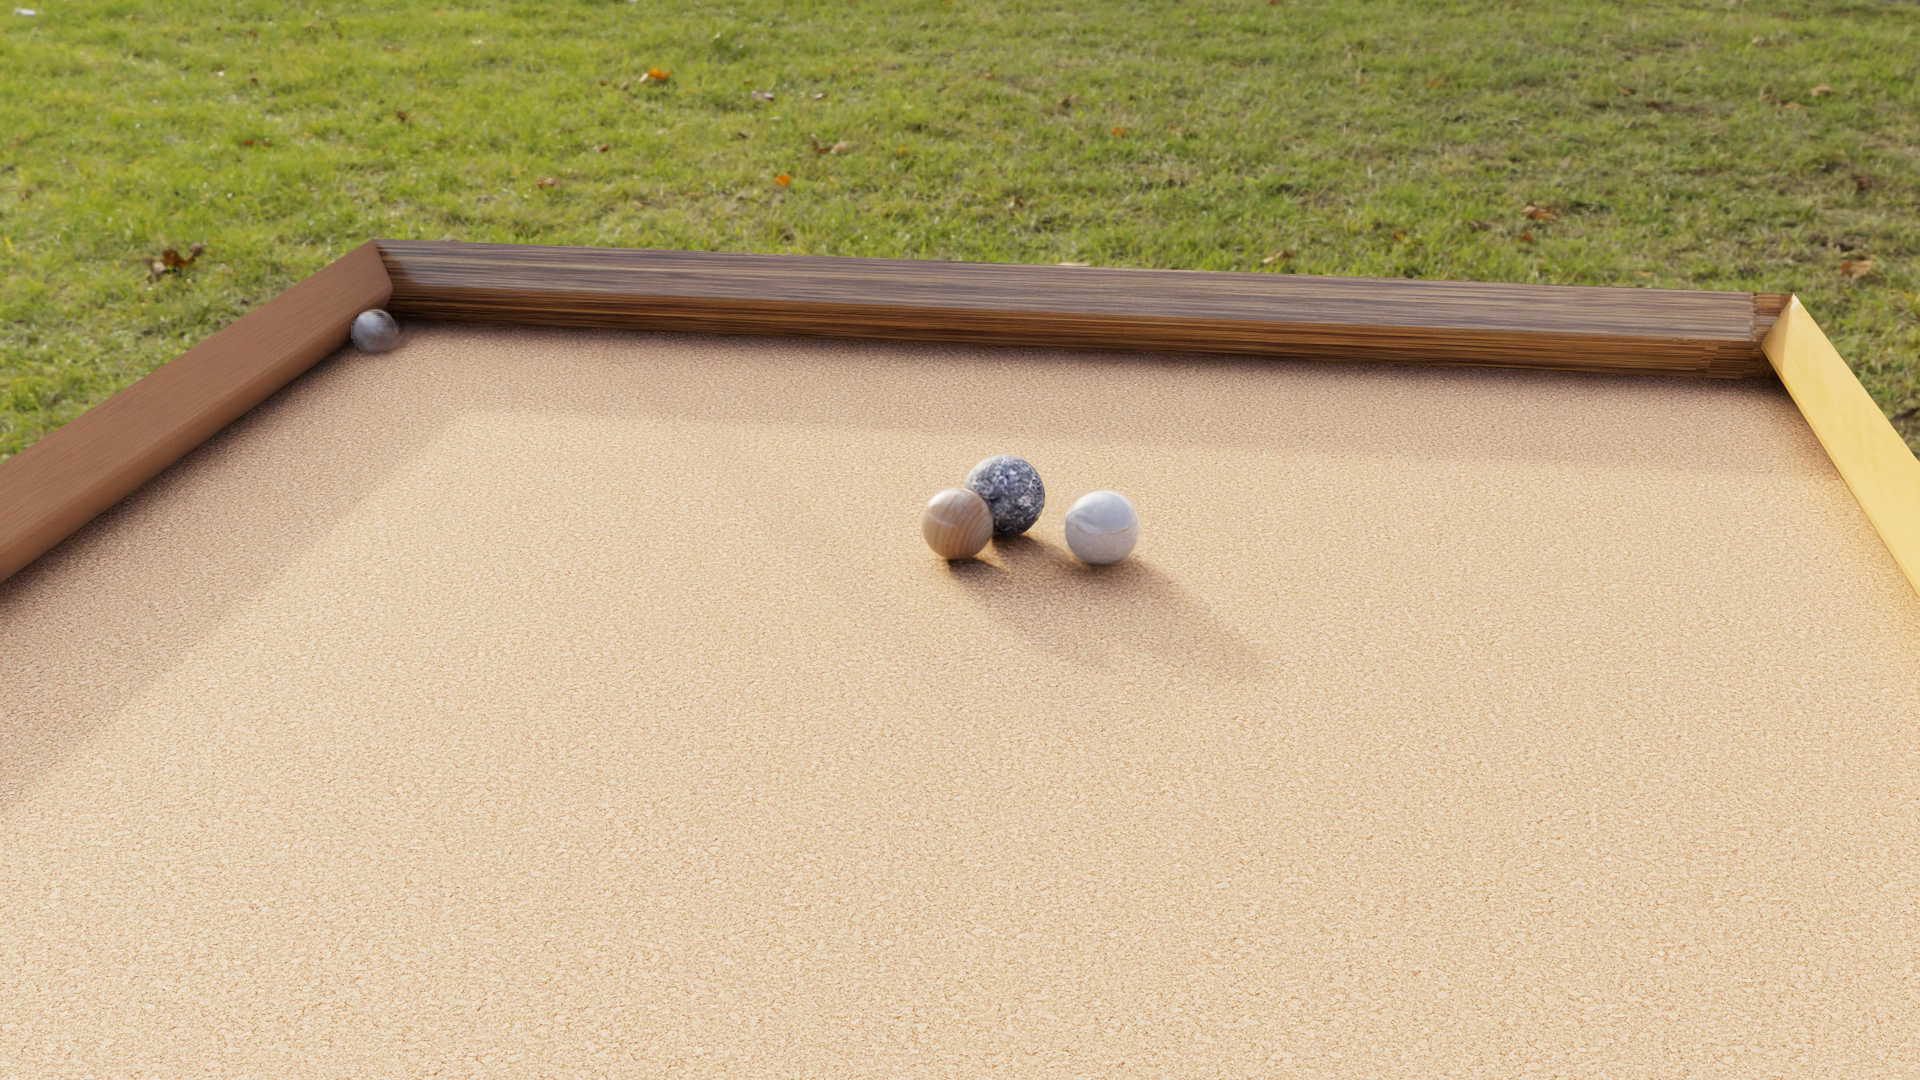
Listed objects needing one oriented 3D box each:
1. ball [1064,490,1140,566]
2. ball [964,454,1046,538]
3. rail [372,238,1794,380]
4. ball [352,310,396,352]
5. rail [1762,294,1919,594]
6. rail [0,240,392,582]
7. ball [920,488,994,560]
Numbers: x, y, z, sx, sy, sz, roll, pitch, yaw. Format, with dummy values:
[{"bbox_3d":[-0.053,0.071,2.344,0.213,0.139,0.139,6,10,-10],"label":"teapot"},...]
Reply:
[{"bbox_3d":[0.161,-0.013,2.489,0.086,0.086,0.086,0,22,0],"label":"ball"},{"bbox_3d":[0.051,-0.051,2.570,0.097,0.097,0.097,0,22,0],"label":"ball"},{"bbox_3d":[0.131,-0.339,3.249,2.109,0.126,0.045,3,22,8],"label":"rail"},{"bbox_3d":[-0.870,-0.311,3.267,0.063,0.063,0.063,0,22,0],"label":"ball"},{"bbox_3d":[0.884,0.359,1.501,0.045,0.126,3.540,3,22,8],"label":"rail"},{"bbox_3d":[-1.153,0.243,1.791,0.045,0.126,3.540,3,22,8],"label":"rail"},{"bbox_3d":[-0.004,-0.018,2.507,0.083,0.083,0.083,0,22,0],"label":"ball"}]
